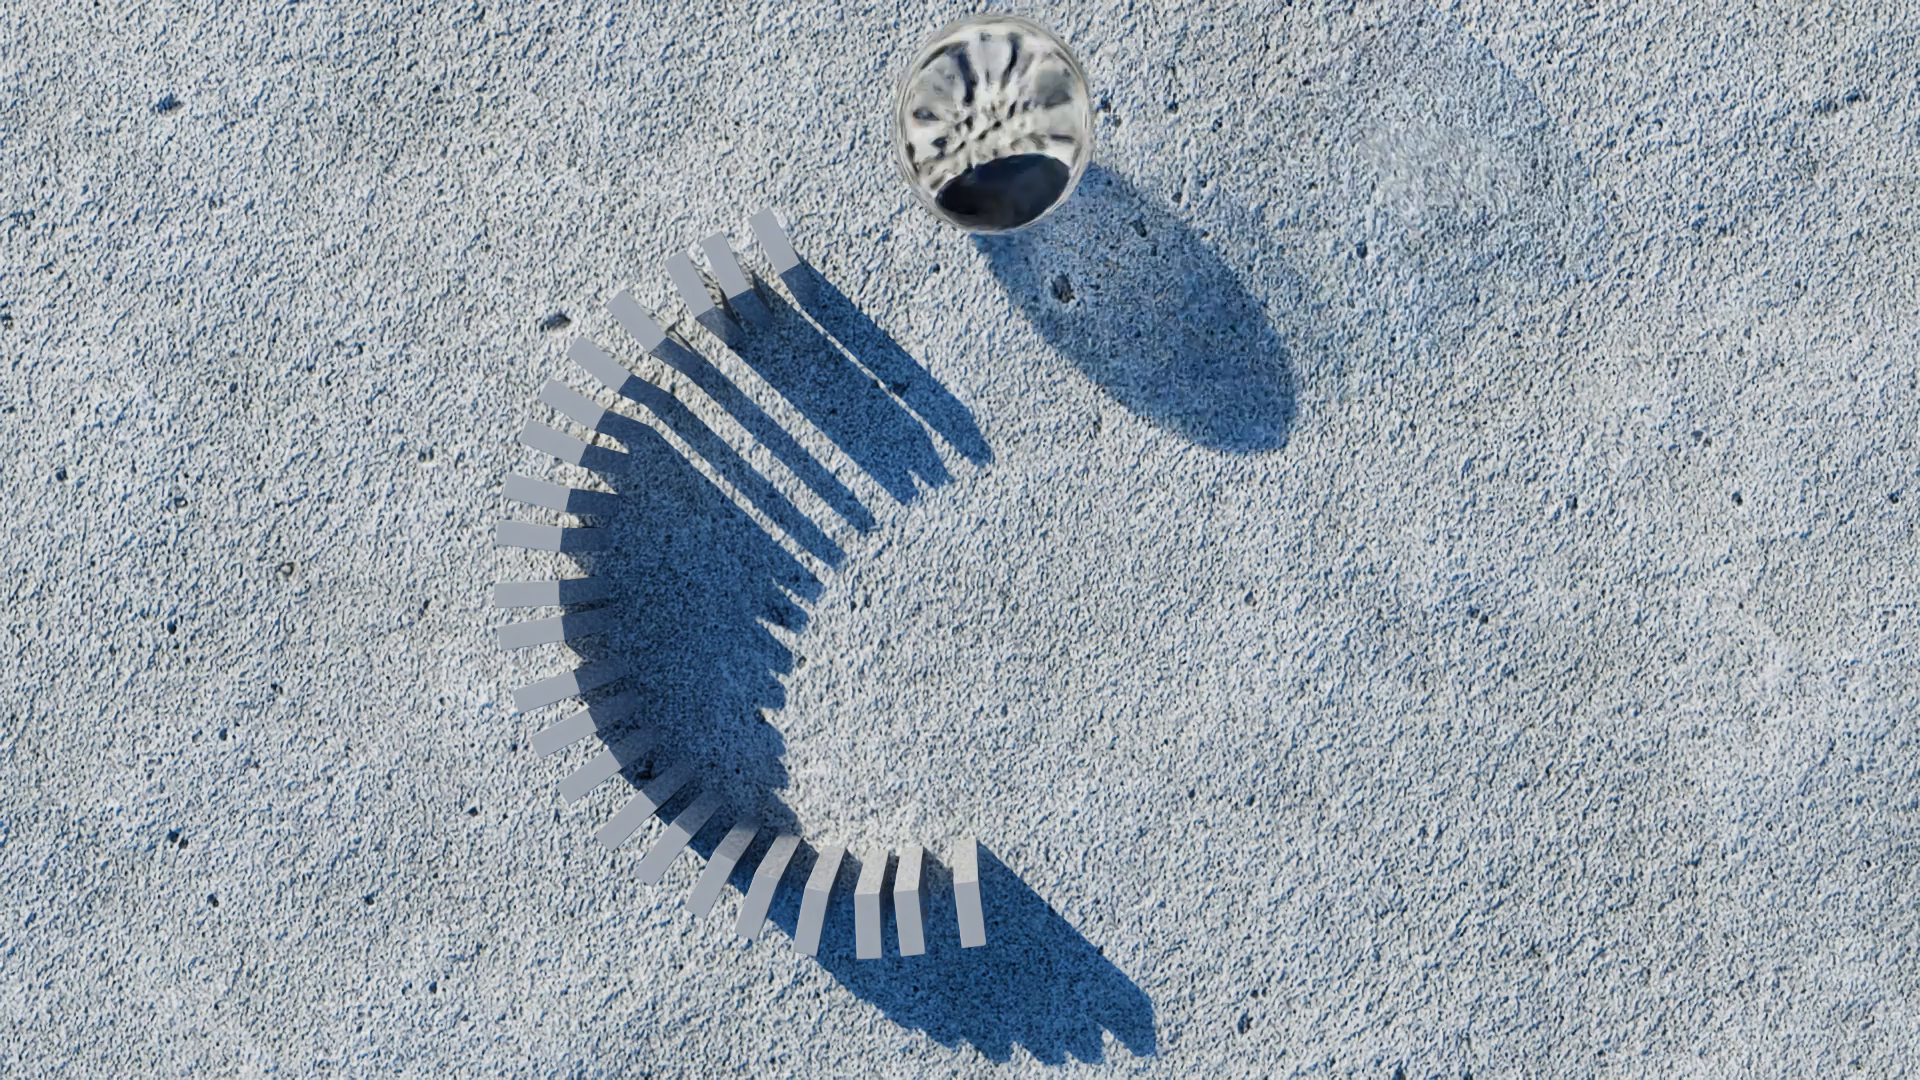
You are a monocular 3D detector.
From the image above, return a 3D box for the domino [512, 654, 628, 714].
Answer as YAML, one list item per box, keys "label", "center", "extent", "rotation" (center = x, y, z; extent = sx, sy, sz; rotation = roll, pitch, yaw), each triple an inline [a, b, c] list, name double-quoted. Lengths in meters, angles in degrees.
- label: "domino"
  center: [-0.158, 0.058, 0.375]
  extent: [0.025, 0.050, 0.010]
  rotation: [-19, 90, 0]

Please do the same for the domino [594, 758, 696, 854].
- label: "domino"
  center: [-0.128, 0.108, 0.375]
  extent: [0.025, 0.050, 0.010]
  rotation: [-44, 90, 0]

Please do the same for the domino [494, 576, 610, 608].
- label: "domino"
  center: [-0.165, 0.021, 0.375]
  extent: [0.025, 0.050, 0.009]
  rotation: [-3, 90, 0]

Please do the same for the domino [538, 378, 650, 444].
- label: "domino"
  center: [-0.148, -0.052, 0.375]
  extent: [0.025, 0.050, 0.009]
  rotation: [30, 90, 0]

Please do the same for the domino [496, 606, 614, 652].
- label: "domino"
  center: [-0.164, 0.036, 0.375]
  extent: [0.025, 0.050, 0.009]
  rotation: [-10, 90, 0]

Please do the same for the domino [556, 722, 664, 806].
- label: "domino"
  center: [-0.142, 0.090, 0.375]
  extent: [0.025, 0.050, 0.009]
  rotation: [-35, 90, 0]

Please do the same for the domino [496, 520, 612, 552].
- label: "domino"
  center: [-0.165, -0.002, 0.375]
  extent: [0.025, 0.050, 0.009]
  rotation: [7, 90, 0]

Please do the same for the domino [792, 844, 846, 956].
- label: "domino"
  center: [-0.057, 0.146, 0.375]
  extent: [0.009, 0.050, 0.025]
  rotation: [11, 90, 0]

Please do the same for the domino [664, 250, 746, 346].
- label: "domino"
  center: [-0.103, -0.098, 0.375]
  extent: [0.009, 0.050, 0.025]
  rotation: [-30, 90, 0]

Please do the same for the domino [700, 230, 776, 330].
- label: "domino"
  center: [-0.090, -0.105, 0.375]
  extent: [0.010, 0.050, 0.025]
  rotation: [-27, 90, 0]

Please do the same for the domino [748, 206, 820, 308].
- label: "domino"
  center: [-0.071, -0.114, 0.375]
  extent: [0.009, 0.050, 0.025]
  rotation: [-29, 90, 0]

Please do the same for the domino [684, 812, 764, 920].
- label: "domino"
  center: [-0.096, 0.132, 0.375]
  extent: [0.010, 0.050, 0.025]
  rotation: [28, 90, 0]

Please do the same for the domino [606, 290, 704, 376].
- label: "domino"
  center: [-0.124, -0.083, 0.375]
  extent: [0.010, 0.050, 0.025]
  rotation: [-44, 90, 0]

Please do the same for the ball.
- label: "ball"
  center: [0.013, -0.162, 0.360]
  extent: [0.080, 0.080, 0.080]
  rotation: [0, 90, 0]

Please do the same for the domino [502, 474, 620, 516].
- label: "domino"
  center: [-0.162, -0.018, 0.375]
  extent: [0.025, 0.050, 0.010]
  rotation: [14, 90, 0]

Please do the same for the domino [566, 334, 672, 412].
- label: "domino"
  center: [-0.138, -0.067, 0.375]
  extent: [0.025, 0.050, 0.010]
  rotation: [37, 90, 0]

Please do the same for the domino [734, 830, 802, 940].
- label: "domino"
  center: [-0.078, 0.140, 0.375]
  extent: [0.010, 0.050, 0.025]
  rotation: [20, 90, 0]

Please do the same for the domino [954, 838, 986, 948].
- label: "domino"
  center: [0.004, 0.143, 0.375]
  extent: [0.009, 0.050, 0.025]
  rotation: [-7, 90, 0]

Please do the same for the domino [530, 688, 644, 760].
- label: "domino"
  center: [-0.151, 0.074, 0.375]
  extent: [0.025, 0.050, 0.010]
  rotation: [-26, 90, 0]

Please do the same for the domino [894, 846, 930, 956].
- label: "domino"
  center: [-0.019, 0.146, 0.375]
  extent: [0.010, 0.050, 0.025]
  rotation: [-7, 90, 0]

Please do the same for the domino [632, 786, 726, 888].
- label: "domino"
  center: [-0.114, 0.120, 0.375]
  extent: [0.009, 0.050, 0.025]
  rotation: [38, 90, 0]

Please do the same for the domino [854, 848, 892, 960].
- label: "domino"
  center: [-0.035, 0.148, 0.375]
  extent: [0.009, 0.050, 0.025]
  rotation: [-2, 90, 0]

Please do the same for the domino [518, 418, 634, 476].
- label: "domino"
  center: [-0.155, -0.037, 0.375]
  extent: [0.025, 0.050, 0.009]
  rotation: [23, 90, 0]
